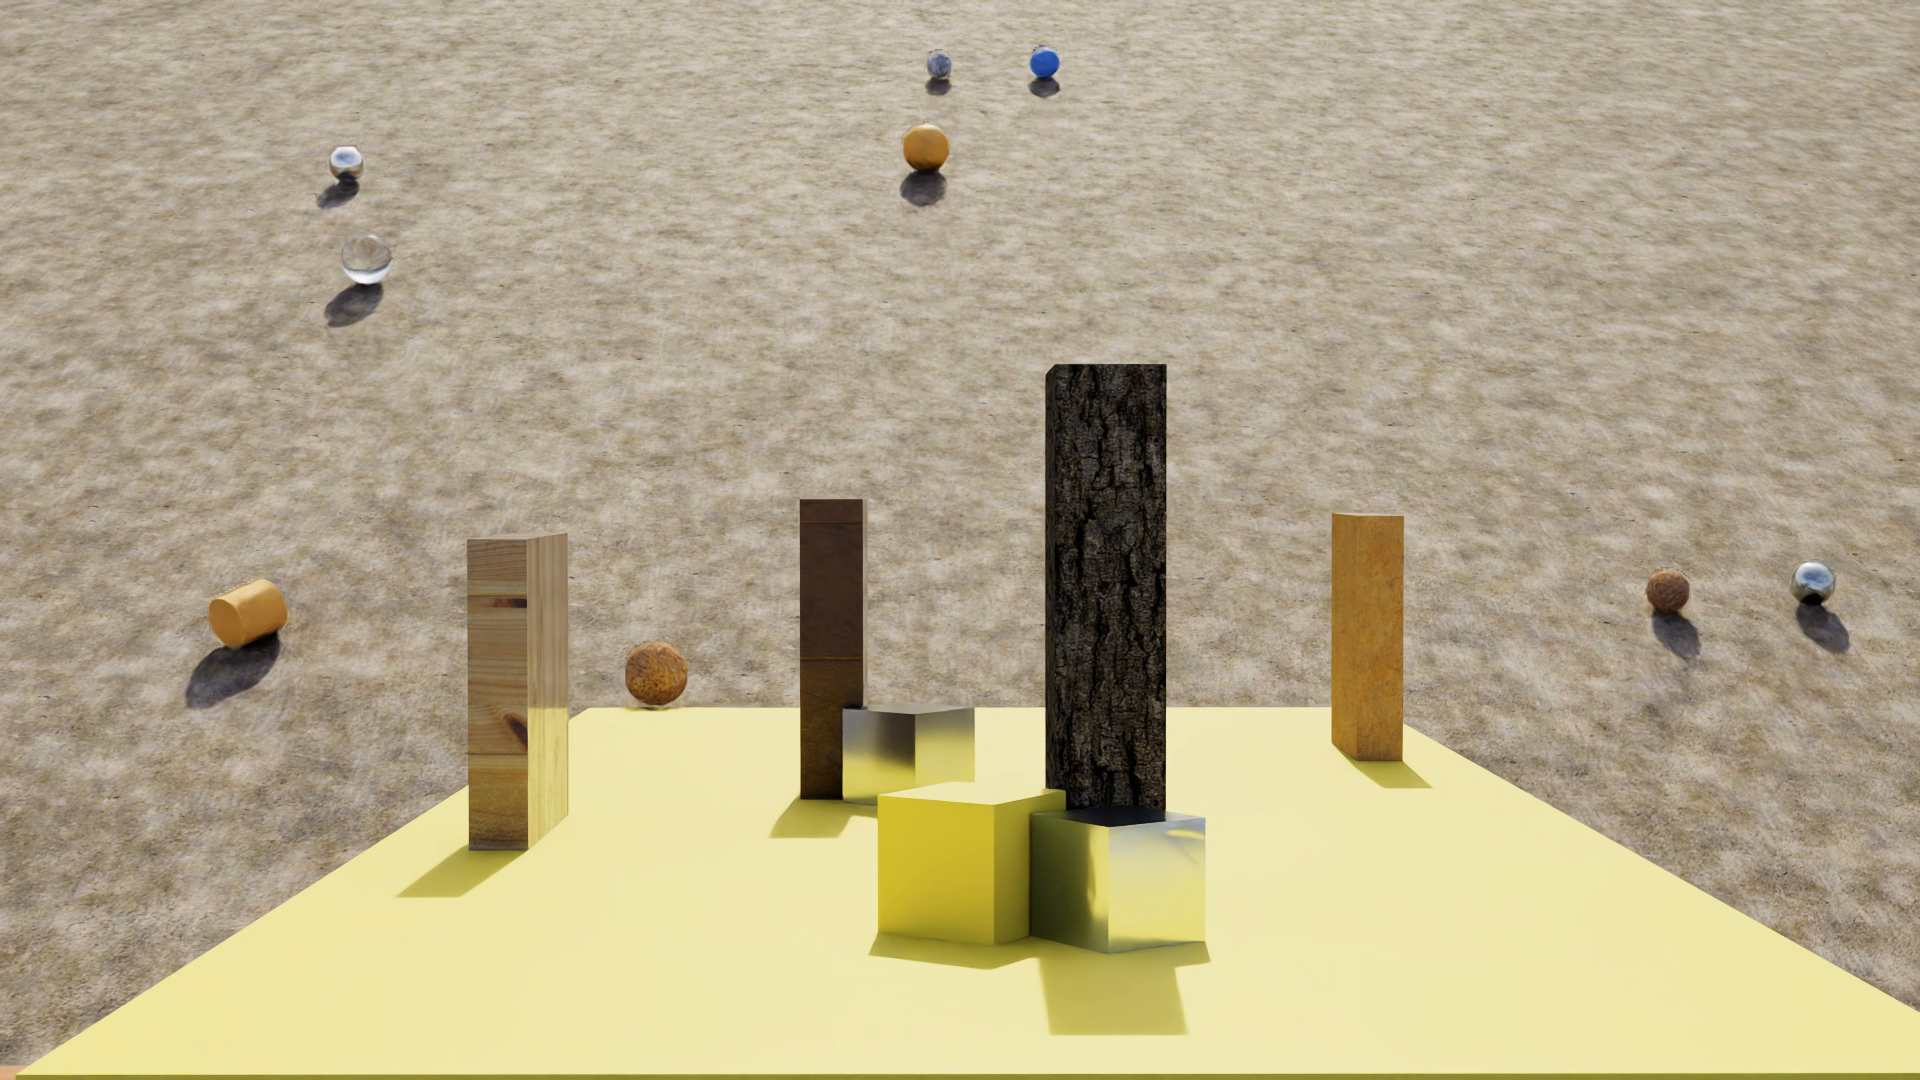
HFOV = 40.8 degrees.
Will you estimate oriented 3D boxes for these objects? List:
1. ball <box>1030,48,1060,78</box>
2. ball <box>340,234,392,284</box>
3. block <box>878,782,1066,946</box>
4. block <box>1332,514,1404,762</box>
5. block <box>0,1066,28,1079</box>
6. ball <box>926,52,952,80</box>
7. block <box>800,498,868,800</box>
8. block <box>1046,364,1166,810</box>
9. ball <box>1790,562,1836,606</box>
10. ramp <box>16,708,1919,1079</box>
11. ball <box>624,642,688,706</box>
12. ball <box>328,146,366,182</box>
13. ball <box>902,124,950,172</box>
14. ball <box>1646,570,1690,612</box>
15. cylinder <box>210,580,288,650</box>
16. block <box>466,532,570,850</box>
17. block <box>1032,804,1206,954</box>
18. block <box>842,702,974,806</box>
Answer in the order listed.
[{"bbox_3d":[0.400,-2.253,12.179,0.140,0.140,0.140,0,26,0],"label":"ball"},{"bbox_3d":[-2.214,-1.049,9.619,0.190,0.190,0.190,0,26,0],"label":"ball"},{"bbox_3d":[0.016,0.420,3.381,0.179,0.179,0.179,1,2,33],"label":"block"},{"bbox_3d":[0.869,0.199,5.517,0.097,0.508,0.359,0,1,0],"label":"block"},{"bbox_3d":[-1.901,1.152,5.080,0.162,0.162,0.162,-1,26,-3],"label":"block"},{"bbox_3d":[-0.098,-2.238,12.164,0.125,0.125,0.125,0,26,0],"label":"ball"},{"bbox_3d":[-0.235,0.197,4.837,0.116,0.550,0.244,0,1,0],"label":"block"},{"bbox_3d":[0.199,0.133,3.595,0.147,0.741,0.371,0,1,0],"label":"block"},{"bbox_3d":[2.400,0.123,7.262,0.124,0.124,0.124,0,26,0],"label":"ball"},{"bbox_3d":[0.058,0.529,4.566,2.000,0.100,4.000,0,1,0],"label":"ramp"},{"bbox_3d":[-0.782,0.345,6.647,0.163,0.163,0.163,0,26,0],"label":"ball"},{"bbox_3d":[-2.552,-1.563,10.735,0.150,0.150,0.150,0,26,0],"label":"ball"},{"bbox_3d":[-0.142,-1.650,10.858,0.199,0.199,0.199,0,26,0],"label":"ball"},{"bbox_3d":[1.983,0.144,7.224,0.120,0.120,0.120,0,26,0],"label":"ball"},{"bbox_3d":[-1.950,0.203,7.069,0.148,0.148,0.148,18,31,32],"label":"cylinder"},{"bbox_3d":[-0.731,0.240,4.292,0.095,0.493,0.430,0,1,0],"label":"block"},{"bbox_3d":[0.203,0.432,3.307,0.158,0.158,0.158,-1,2,-35],"label":"block"},{"bbox_3d":[-0.093,0.390,4.686,0.171,0.171,0.171,1,2,38],"label":"block"}]
